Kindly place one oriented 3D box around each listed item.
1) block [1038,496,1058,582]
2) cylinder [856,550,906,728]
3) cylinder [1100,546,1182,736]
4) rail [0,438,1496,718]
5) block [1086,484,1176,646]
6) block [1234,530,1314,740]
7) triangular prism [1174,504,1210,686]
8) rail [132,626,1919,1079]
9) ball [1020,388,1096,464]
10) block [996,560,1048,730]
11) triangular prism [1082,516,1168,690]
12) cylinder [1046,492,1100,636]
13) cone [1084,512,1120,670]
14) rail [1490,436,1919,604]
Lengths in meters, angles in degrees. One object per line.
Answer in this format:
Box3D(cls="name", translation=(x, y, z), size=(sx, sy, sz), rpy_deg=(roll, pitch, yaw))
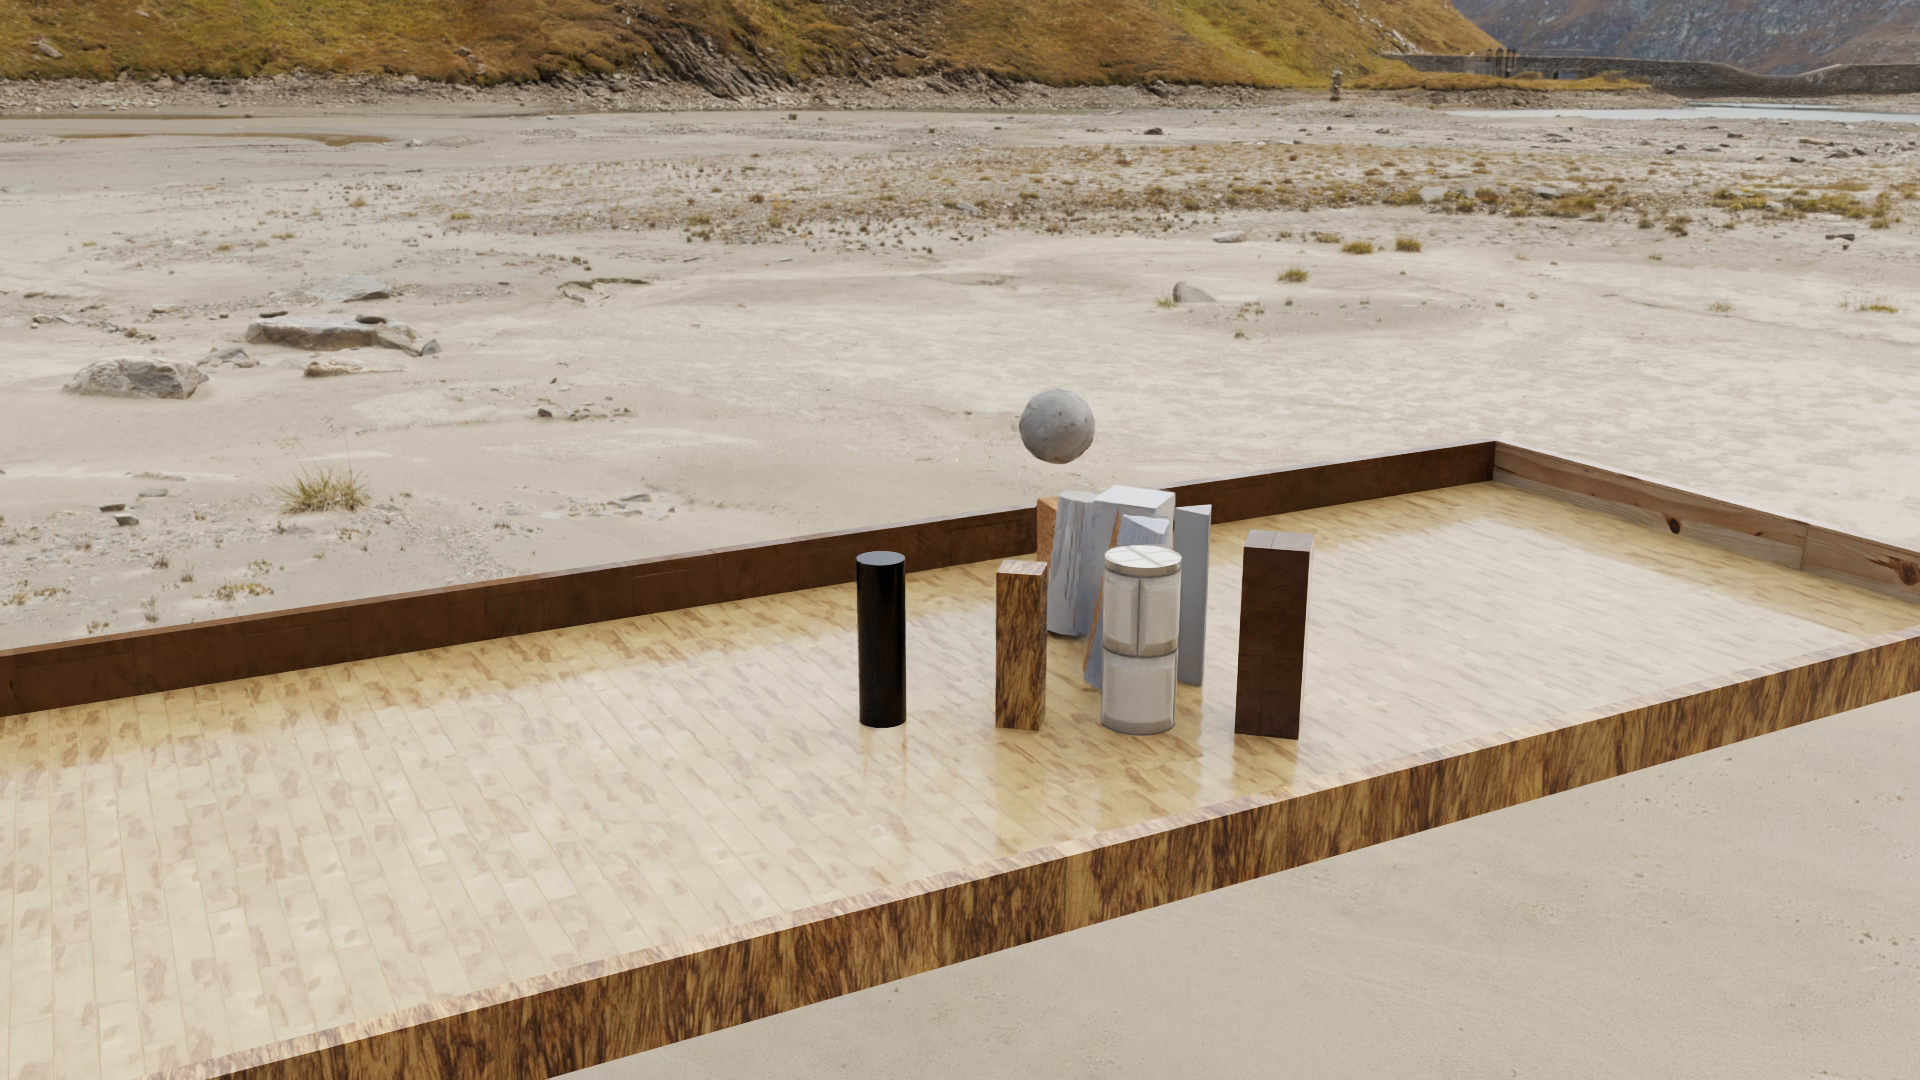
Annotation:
Box3D(cls="block", translation=(0.315, 0.048, 4.620), size=(0.155, 0.317, 0.155), rpy_deg=(-5, 15, -16))
Box3D(cls="cylinder", translation=(-0.183, 0.233, 3.855), size=(0.114, 0.399, 0.114), rpy_deg=(0, 16, 0))
Box3D(cls="cylinder", translation=(0.420, 0.232, 3.843), size=(0.176, 0.407, 0.176), rpy_deg=(0, 16, 0))
Box3D(cls="rail", translation=(-3.305, 0.497, 3.399), size=(12.000, 0.150, 0.050), rpy_deg=(-9, 18, -27))
Box3D(cls="block", translation=(0.451, 0.080, 4.359), size=(0.170, 0.405, 0.170), rpy_deg=(9, 18, 23))
Box3D(cls="block", translation=(0.726, 0.217, 3.813), size=(0.146, 0.452, 0.146), rpy_deg=(4, 17, 15))
Box3D(cls="triangular prism", translation=(0.591, 0.135, 4.108), size=(0.097, 0.445, 0.084), rpy_deg=(14, 22, 40))
Box3D(cls="rail", translation=(-2.336, 1.006, 1.665), size=(12.000, 0.150, 0.050), rpy_deg=(-9, 18, -27))
Box3D(cls="ball", translation=(0.279, -0.325, 4.729), size=(0.217, 0.217, 0.217), rpy_deg=(0, 16, 0))
Box3D(cls="block", translation=(0.143, 0.245, 3.847), size=(0.103, 0.380, 0.103), rpy_deg=(3, 17, 11))
Box3D(cls="triangular prism", translation=(0.426, 0.160, 4.021), size=(0.121, 0.441, 0.105), rpy_deg=(28, 25, 38))
Box3D(cls="cylinder", translation=(0.317, 0.063, 4.465), size=(0.141, 0.368, 0.141), rpy_deg=(5, 13, -1))
Box3D(cls="cone", translation=(0.394, 0.124, 4.167), size=(0.157, 0.431, 0.157), rpy_deg=(0, 16, 0))
Box3D(cls="rail", translation=(2.466, -0.048, 5.253), size=(0.050, 0.150, 2.100), rpy_deg=(-9, 18, -27))
